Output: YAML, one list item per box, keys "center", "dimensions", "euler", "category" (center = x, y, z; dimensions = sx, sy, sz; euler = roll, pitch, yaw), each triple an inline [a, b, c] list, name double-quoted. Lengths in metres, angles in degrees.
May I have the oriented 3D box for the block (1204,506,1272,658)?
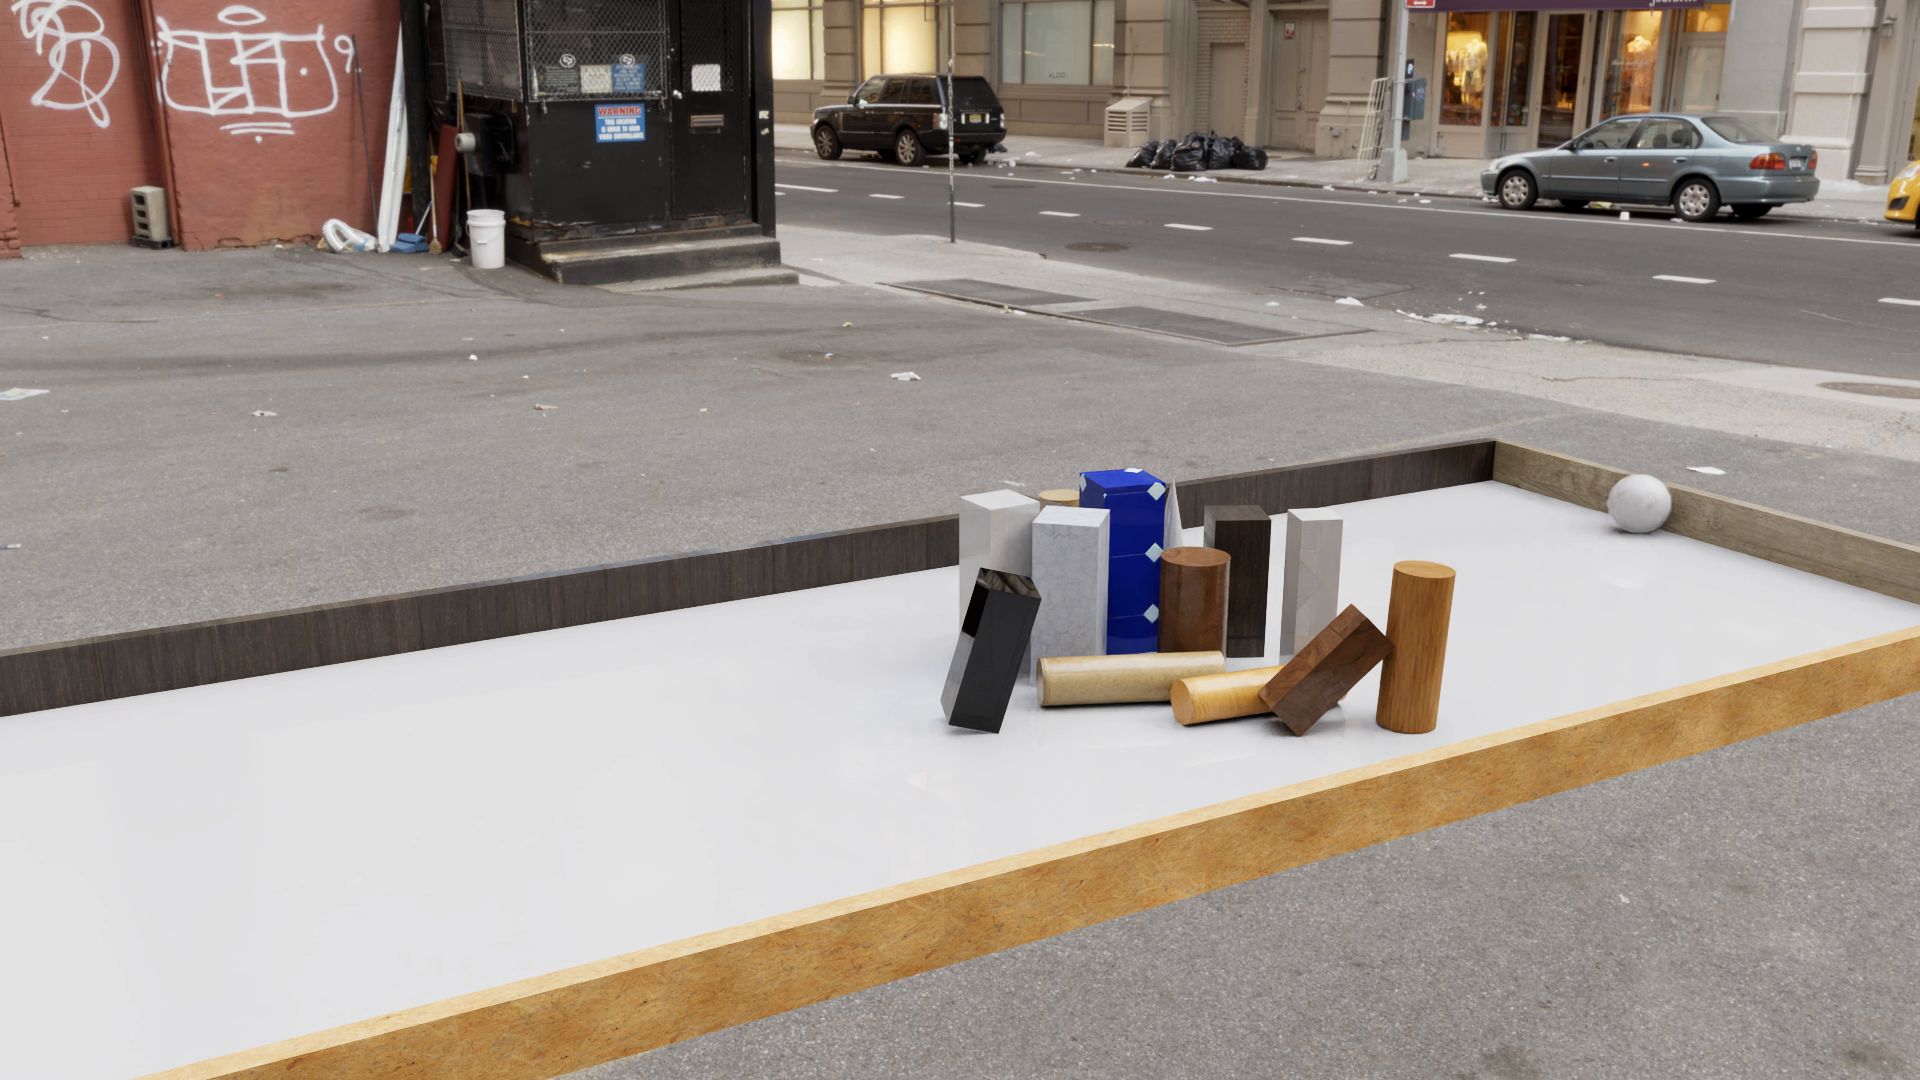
- center: [0.719, 0.108, 4.324]
  dimensions: [0.144, 0.373, 0.144]
  euler: [-1, 16, -3]
  category: "block"

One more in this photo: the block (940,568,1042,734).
- center: [0.068, 0.256, 3.811]
  dimensions: [0.124, 0.349, 0.124]
  euler: [12, 19, -15]
  category: "block"

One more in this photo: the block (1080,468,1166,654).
- center: [0.421, 0.058, 4.343]
  dimensions: [0.169, 0.459, 0.169]
  euler: [-5, 17, -17]
  category: "block"

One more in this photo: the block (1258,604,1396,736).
- center: [0.848, 0.301, 3.824]
  dimensions: [0.301, 0.104, 0.104]
  euler: [-45, 17, 6]
  category: "block"

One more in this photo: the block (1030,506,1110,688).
- center: [0.274, 0.145, 4.107]
  dimensions: [0.162, 0.425, 0.162]
  euler: [4, 17, 14]
  category: "block"

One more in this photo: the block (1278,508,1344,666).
- center: [0.866, 0.146, 4.083]
  dimensions: [0.104, 0.436, 0.104]
  euler: [-2, 17, -8]
  category: "block"

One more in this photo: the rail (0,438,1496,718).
- center: [-3.305, 0.497, 3.399]
  dimensions: [12.000, 0.150, 0.050]
  euler: [-9, 18, -27]
  category: "rail"

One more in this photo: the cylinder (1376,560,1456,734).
- center: [1.058, 0.247, 3.835]
  dimensions: [0.139, 0.377, 0.139]
  euler: [2, 16, -1]
  category: "cylinder"

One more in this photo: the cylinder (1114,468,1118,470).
- center: [0.460, -0.035, 4.879]
  dimensions: [0.102, 0.335, 0.102]
  euler: [0, 16, 0]
  category: "cylinder"

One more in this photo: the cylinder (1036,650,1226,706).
- center: [0.414, 0.336, 4.006]
  dimensions: [0.446, 0.117, 0.117]
  euler: [-2, 16, -6]
  category: "cylinder"

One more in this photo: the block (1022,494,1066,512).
- center: [0.157, 0.097, 4.340]
  dimensions: [0.178, 0.387, 0.178]
  euler: [15, 22, 42]
  category: "block"

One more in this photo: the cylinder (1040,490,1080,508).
- center: [0.282, 0.039, 4.618]
  dimensions: [0.125, 0.341, 0.125]
  euler: [0, 16, 0]
  category: "cylinder"

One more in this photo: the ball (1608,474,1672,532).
- center: [2.231, -0.120, 5.420]
  dimensions: [0.194, 0.194, 0.194]
  euler: [0, 16, 0]
  category: "ball"

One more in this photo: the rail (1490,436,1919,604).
- center: [2.466, -0.048, 5.253]
  dimensions: [0.050, 0.150, 2.100]
  euler: [-9, 18, -27]
  category: "rail"

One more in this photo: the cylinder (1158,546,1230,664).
- center: [0.585, 0.192, 4.140]
  dimensions: [0.173, 0.317, 0.173]
  euler: [0, 16, 0]
  category: "cylinder"

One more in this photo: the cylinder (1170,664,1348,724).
- center: [0.717, 0.360, 3.939]
  dimensions: [0.423, 0.107, 0.107]
  euler: [-6, 17, -19]
  category: "cylinder"

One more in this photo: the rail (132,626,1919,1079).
- center: [-2.336, 1.006, 1.665]
  dimensions: [12.000, 0.150, 0.050]
  euler: [-9, 18, -27]
  category: "rail"

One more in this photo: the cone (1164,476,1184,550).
- center: [0.583, 0.018, 4.568]
  dimensions: [0.156, 0.410, 0.156]
  euler: [0, 16, 0]
  category: "cone"

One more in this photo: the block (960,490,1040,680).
- center: [0.098, 0.117, 4.149]
  dimensions: [0.144, 0.455, 0.144]
  euler: [-10, 19, -30]
  category: "block"
